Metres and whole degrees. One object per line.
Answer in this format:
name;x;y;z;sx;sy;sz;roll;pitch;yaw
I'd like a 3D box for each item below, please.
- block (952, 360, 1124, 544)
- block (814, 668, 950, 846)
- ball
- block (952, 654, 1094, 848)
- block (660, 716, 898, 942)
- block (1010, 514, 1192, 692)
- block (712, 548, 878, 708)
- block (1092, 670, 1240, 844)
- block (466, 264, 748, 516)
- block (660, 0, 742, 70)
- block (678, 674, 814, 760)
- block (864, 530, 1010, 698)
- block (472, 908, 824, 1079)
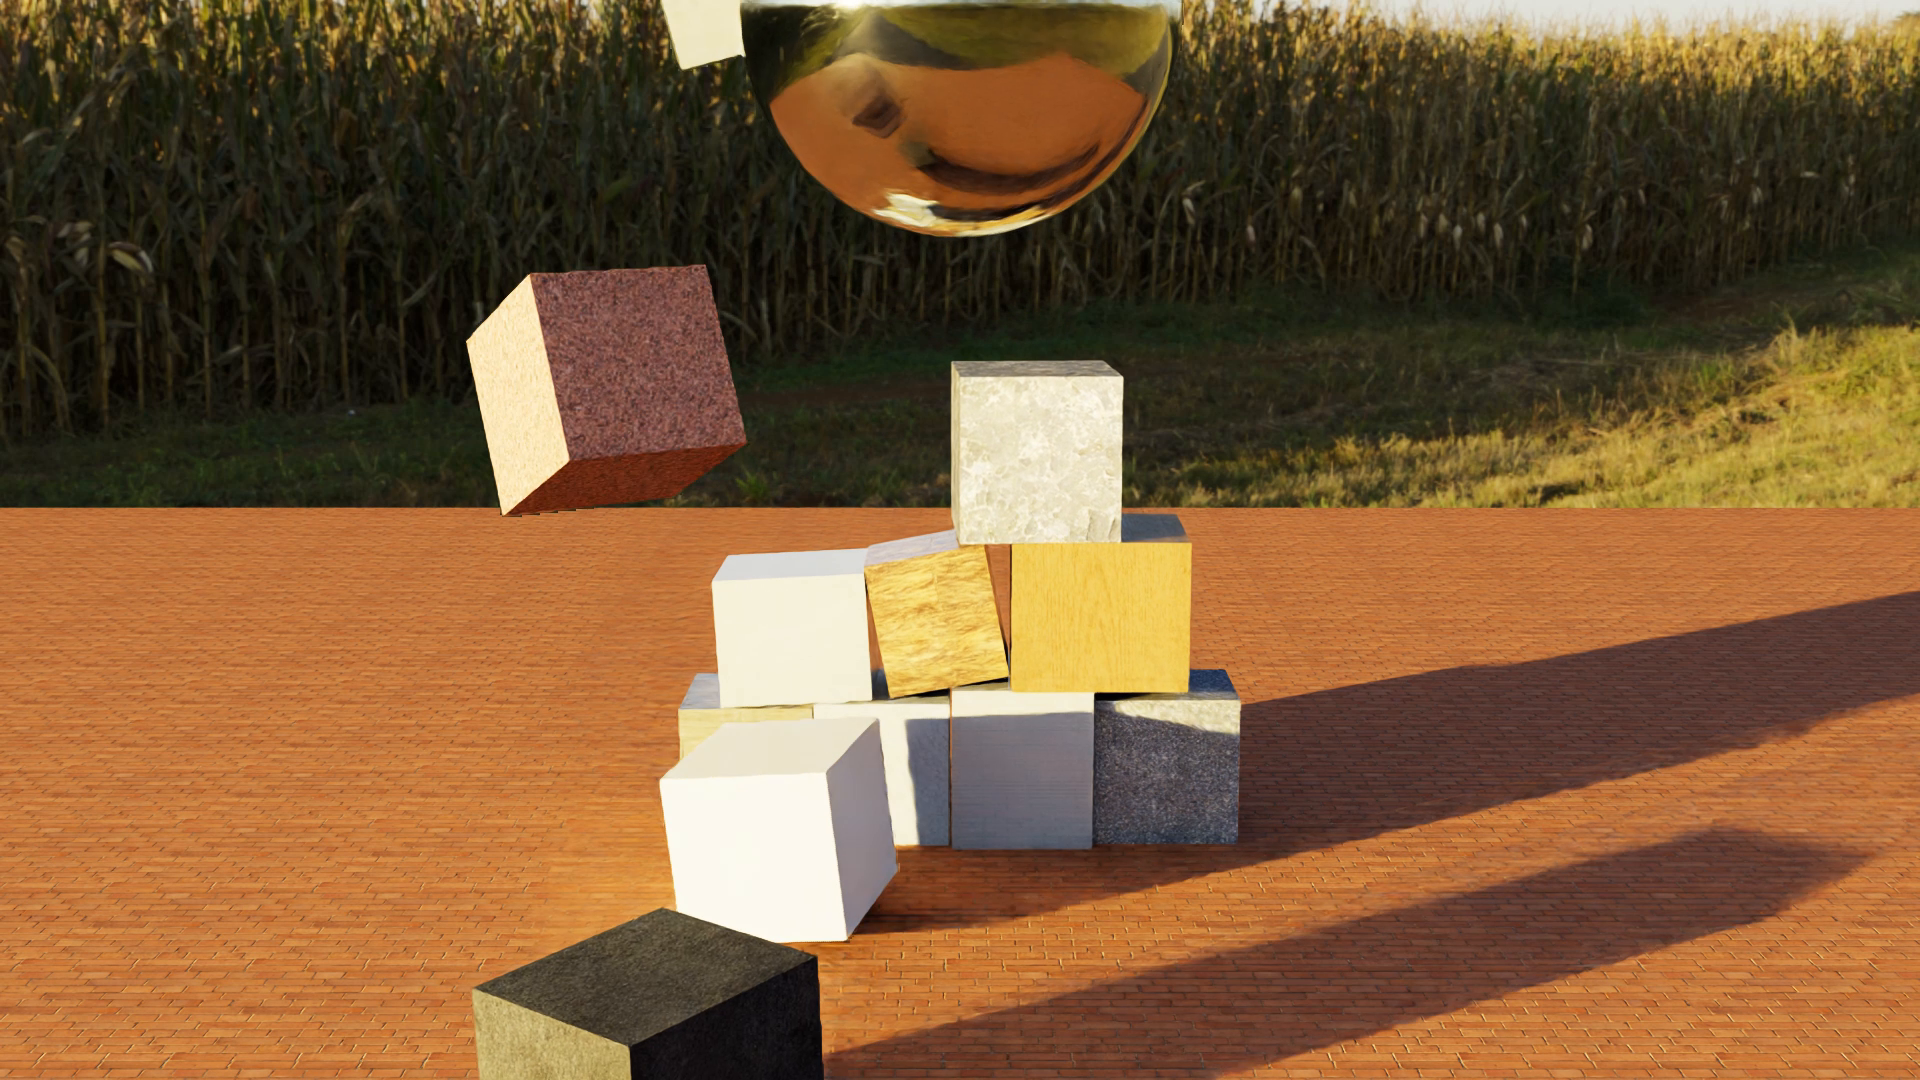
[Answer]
block;0.371;-0.455;11.048;0.787;0.813;0.800;0;10;-3
block;-0.390;1.113;11.394;0.671;0.734;0.749;0;10;0
ball;0.000;-1.897;7.940;1.600;1.600;1.600;0;10;0
block;0.311;1.079;11.356;0.707;0.813;0.798;0;10;0
block;-0.803;1.303;9.980;0.760;0.759;0.878;-4;11;14
block;0.697;0.306;11.235;0.877;0.750;0.871;0;10;1
block;-0.829;0.441;11.265;0.756;0.645;0.689;-3;10;1
block;1.037;1.110;11.366;0.727;0.749;0.657;0;10;0
block;-1.138;-0.477;7.032;0.601;0.596;0.600;-8;-11;-33
block;-0.979;-2.305;9.040;0.528;0.569;0.535;-16;19;-5
block;-1.069;1.125;11.396;0.666;0.709;0.761;0;10;0
block;-0.113;0.354;11.204;0.605;0.682;0.582;-11;10;3
block;-1.054;1.808;7.555;0.775;0.697;0.871;8;16;38
